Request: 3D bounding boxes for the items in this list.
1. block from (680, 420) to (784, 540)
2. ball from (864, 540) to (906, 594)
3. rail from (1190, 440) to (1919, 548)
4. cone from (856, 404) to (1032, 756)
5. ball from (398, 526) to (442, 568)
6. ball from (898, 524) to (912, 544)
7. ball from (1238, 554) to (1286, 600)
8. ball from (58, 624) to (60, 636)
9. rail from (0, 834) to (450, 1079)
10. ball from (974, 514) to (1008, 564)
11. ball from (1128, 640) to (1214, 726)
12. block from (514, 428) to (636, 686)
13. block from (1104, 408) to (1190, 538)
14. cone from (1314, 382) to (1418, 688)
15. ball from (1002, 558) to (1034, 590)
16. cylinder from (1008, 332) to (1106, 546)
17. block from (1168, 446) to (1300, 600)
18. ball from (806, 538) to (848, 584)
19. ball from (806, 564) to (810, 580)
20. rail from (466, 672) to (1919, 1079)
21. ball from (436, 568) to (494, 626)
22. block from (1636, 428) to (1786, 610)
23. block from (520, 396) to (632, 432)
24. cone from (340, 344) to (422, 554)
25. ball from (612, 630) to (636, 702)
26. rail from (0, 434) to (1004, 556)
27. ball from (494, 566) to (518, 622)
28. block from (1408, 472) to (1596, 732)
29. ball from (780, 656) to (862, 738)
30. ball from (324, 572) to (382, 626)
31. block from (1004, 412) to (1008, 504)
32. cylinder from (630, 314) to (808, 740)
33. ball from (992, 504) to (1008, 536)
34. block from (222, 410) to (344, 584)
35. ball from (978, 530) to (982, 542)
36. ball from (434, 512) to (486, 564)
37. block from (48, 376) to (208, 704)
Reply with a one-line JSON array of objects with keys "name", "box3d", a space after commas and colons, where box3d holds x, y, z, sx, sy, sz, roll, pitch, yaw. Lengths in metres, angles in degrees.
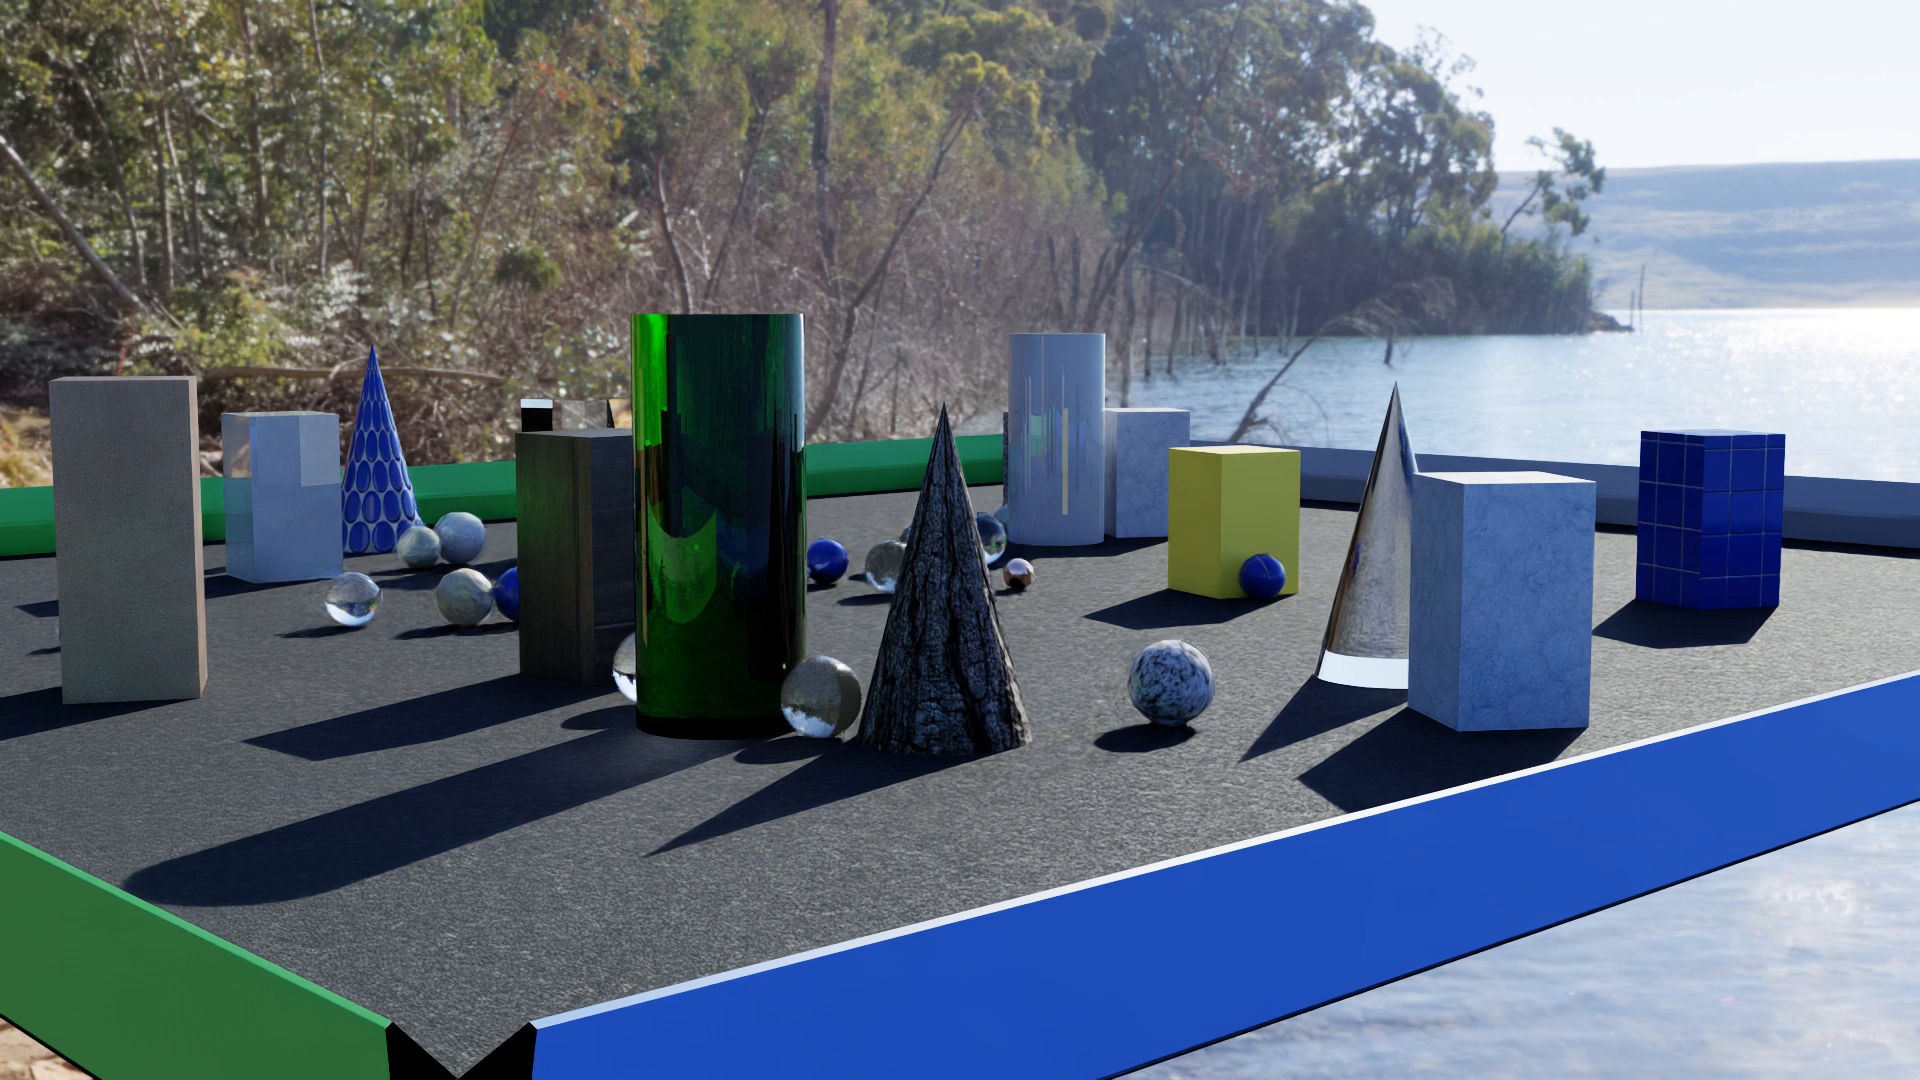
[{"name": "block", "box3d": [-0.441, -0.119, 4.264, 0.146, 0.221, 0.146, 2, 7, 21]}, {"name": "ball", "box3d": [-0.106, 0.042, 3.396, 0.084, 0.084, 0.084, 0, 6, 0]}, {"name": "rail", "box3d": [1.290, -0.095, 4.516, 0.045, 0.119, 3.178, -6, 8, -42]}, {"name": "cone", "box3d": [-0.016, 0.031, 2.255, 0.183, 0.348, 0.183, 0, 6, 0]}, {"name": "ball", "box3d": [-0.916, 0.013, 3.728, 0.073, 0.073, 0.073, 0, 6, 0]}, {"name": "ball", "box3d": [-0.064, 0.007, 3.738, 0.081, 0.081, 0.081, 0, 6, 0]}, {"name": "ball", "box3d": [0.458, 0.056, 3.335, 0.070, 0.070, 0.070, 0, 6, 0]}, {"name": "ball", "box3d": [-1.159, 0.118, 2.880, 0.042, 0.042, 0.042, 0, 6, 0]}, {"name": "rail", "box3d": [-1.290, 0.157, 2.149, 0.045, 0.119, 3.178, -6, 8, -42]}, {"name": "ball", "box3d": [0.038, 0.000, 3.786, 0.086, 0.086, 0.086, 0, 6, 0]}, {"name": "ball", "box3d": [0.224, 0.152, 2.336, 0.091, 0.091, 0.091, 0, 6, 0]}, {"name": "block", "box3d": [-0.432, 0.016, 2.663, 0.146, 0.292, 0.146, 6, 8, 42]}, {"name": "block", "box3d": [0.356, -0.134, 4.304, 0.146, 0.242, 0.146, -1, 6, -12]}, {"name": "cone", "box3d": [0.519, -0.014, 2.637, 0.183, 0.357, 0.183, 0, 6, 0]}, {"name": "ball", "box3d": [0.092, 0.053, 3.459, 0.049, 0.049, 0.049, 0, 6, 0]}, {"name": "cylinder", "box3d": [0.182, -0.194, 4.158, 0.183, 0.392, 0.183, 0, 6, 0]}, {"name": "block", "box3d": [0.427, -0.031, 3.433, 0.146, 0.222, 0.146, -3, 7, -27]}, {"name": "ball", "box3d": [-0.215, 0.034, 3.527, 0.072, 0.072, 0.072, 0, 6, 0]}, {"name": "ball", "box3d": [-0.258, 0.053, 3.491, 0.042, 0.042, 0.042, 0, 6, 0]}, {"name": "rail", "box3d": [1.062, 0.153, 2.188, 3.557, 0.119, 0.045, -6, 8, -42]}, {"name": "ball", "box3d": [-0.690, 0.080, 3.065, 0.080, 0.080, 0.080, 0, 6, 0]}, {"name": "block", "box3d": [1.126, -0.034, 3.304, 0.146, 0.256, 0.146, -2, 6, -20]}, {"name": "block", "box3d": [-0.675, -0.112, 3.921, 0.146, 0.280, 0.146, 4, 7, 31]}, {"name": "cone", "box3d": [-1.074, -0.174, 4.038, 0.183, 0.378, 0.183, 0, 6, 0]}, {"name": "ball", "box3d": [-0.342, 0.141, 2.448, 0.089, 0.089, 0.089, 0, 6, 0]}, {"name": "rail", "box3d": [-1.062, -0.091, 4.476, 3.557, 0.119, 0.045, -6, 8, -42]}, {"name": "ball", "box3d": [-0.616, 0.076, 3.093, 0.079, 0.079, 0.079, 0, 6, 0]}, {"name": "block", "box3d": [0.583, 0.062, 2.377, 0.146, 0.261, 0.146, -1, 6, -9]}, {"name": "ball", "box3d": [-0.143, 0.162, 2.268, 0.085, 0.085, 0.085, 0, 6, 0]}, {"name": "ball", "box3d": [-0.845, 0.082, 3.060, 0.076, 0.076, 0.076, 0, 6, 0]}, {"name": "block", "box3d": [0.191, -0.148, 4.496, 0.146, 0.229, 0.146, 5, 8, 41]}, {"name": "cylinder", "box3d": [-0.254, -0.020, 2.328, 0.183, 0.436, 0.183, 0, 6, 0]}, {"name": "ball", "box3d": [0.091, -0.038, 4.269, 0.060, 0.060, 0.060, 0, 6, 0]}, {"name": "block", "box3d": [-1.116, -0.074, 3.620, 0.146, 0.268, 0.146, -4, 7, -35]}, {"name": "ball", "box3d": [0.017, -0.003, 3.995, 0.048, 0.048, 0.048, 0, 6, 0]}, {"name": "ball", "box3d": [-0.865, -0.004, 3.799, 0.091, 0.091, 0.091, 0, 6, 0]}, {"name": "block", "box3d": [-0.955, -0.005, 2.534, 0.146, 0.362, 0.146, -2, 6, -16]}]
